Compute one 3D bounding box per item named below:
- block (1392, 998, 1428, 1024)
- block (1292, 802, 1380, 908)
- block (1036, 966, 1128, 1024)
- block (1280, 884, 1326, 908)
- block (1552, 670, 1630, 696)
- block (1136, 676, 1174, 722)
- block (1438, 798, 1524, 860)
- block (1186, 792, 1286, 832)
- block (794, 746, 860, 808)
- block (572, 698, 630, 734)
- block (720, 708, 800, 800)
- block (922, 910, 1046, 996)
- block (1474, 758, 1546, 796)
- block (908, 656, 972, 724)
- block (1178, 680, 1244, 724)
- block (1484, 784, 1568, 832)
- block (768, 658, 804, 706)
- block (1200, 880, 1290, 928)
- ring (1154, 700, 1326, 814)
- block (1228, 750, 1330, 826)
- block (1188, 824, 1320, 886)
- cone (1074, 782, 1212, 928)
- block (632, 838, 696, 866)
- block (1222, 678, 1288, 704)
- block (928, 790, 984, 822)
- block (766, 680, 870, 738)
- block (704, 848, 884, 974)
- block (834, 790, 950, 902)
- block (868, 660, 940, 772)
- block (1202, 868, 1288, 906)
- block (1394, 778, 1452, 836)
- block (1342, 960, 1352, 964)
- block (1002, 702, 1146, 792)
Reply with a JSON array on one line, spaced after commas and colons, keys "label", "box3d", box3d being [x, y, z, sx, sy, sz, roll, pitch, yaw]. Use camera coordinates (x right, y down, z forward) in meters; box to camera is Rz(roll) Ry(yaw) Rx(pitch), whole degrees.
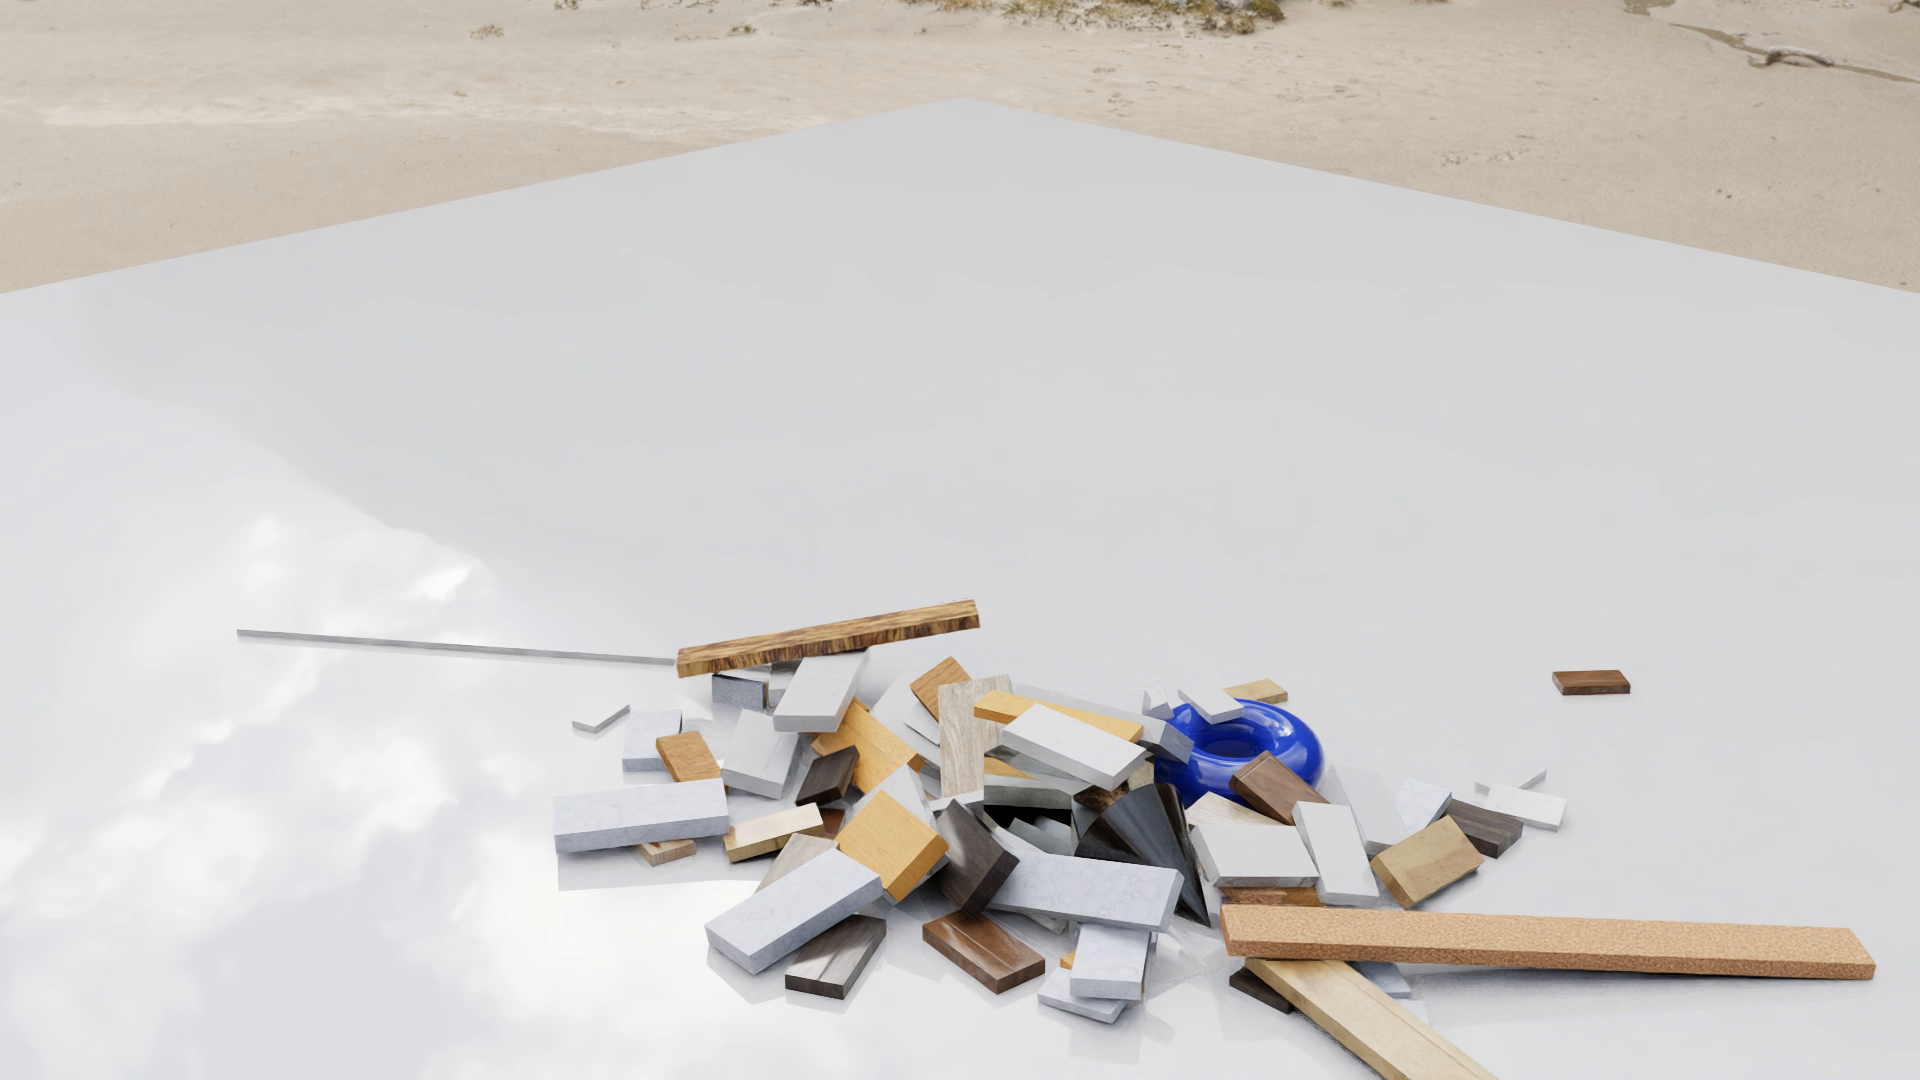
[{"label": "block", "box3d": [0.769, 0.834, 3.770, 0.064, 0.018, 0.129, 2, 24, 4]}, {"label": "block", "box3d": [0.715, 0.597, 4.190, 0.112, 0.032, 0.223, 7, 40, -16]}, {"label": "block", "box3d": [0.217, 0.793, 3.833, 0.148, 0.021, 0.074, 10, 36, 32]}, {"label": "block", "box3d": [0.662, 0.640, 4.218, 0.093, 0.026, 0.185, 5, 24, 13]}, {"label": "block", "box3d": [1.427, 0.322, 4.973, 0.155, 0.022, 0.077, -2, 23, -4]}, {"label": "block", "box3d": [0.310, 0.388, 4.636, 0.277, 0.039, 0.136, -26, 19, 7]}, {"label": "block", "box3d": [0.994, 0.564, 4.390, 0.225, 0.032, 0.112, 17, 28, 35]}, {"label": "block", "box3d": [0.546, 0.567, 4.260, 0.225, 0.032, 0.113, 22, 35, 32]}, {"label": "block", "box3d": [-0.269, 0.485, 4.474, 0.097, 0.027, 0.194, -21, 16, 15]}, {"label": "block", "box3d": [-0.788, 0.386, 4.829, 0.063, 0.018, 0.125, 12, 26, 26]}, {"label": "block", "box3d": [-0.418, 0.447, 4.617, 0.131, 0.037, 0.263, 16, 23, -2]}, {"label": "block", "box3d": [0.042, 0.740, 3.977, 0.110, 0.031, 0.221, -17, 28, -34]}, {"label": "block", "box3d": [1.142, 0.498, 4.560, 0.151, 0.021, 0.076, -21, 31, -40]}, {"label": "block", "box3d": [-0.001, 0.347, 4.571, 0.110, 0.031, 0.220, -35, 51, -10]}, {"label": "block", "box3d": [0.526, 0.340, 4.613, 0.076, 0.021, 0.151, -13, 23, -18]}, {"label": "block", "box3d": [1.139, 0.540, 4.434, 0.151, 0.021, 0.076, 11, 42, 24]}, {"label": "block", "box3d": [-0.351, 0.298, 4.900, 0.136, 0.039, 0.273, -3, 18, -1]}, {"label": "block", "box3d": [0.507, 0.689, 4.102, 0.193, 0.027, 0.096, 12, 26, 26]}, {"label": "ring", "box3d": [0.562, 0.450, 4.542, 0.384, 0.128, 0.384, 0, 24, 0]}, {"label": "block", "box3d": [0.648, 0.517, 4.311, 0.225, 0.032, 0.112, 40, 46, 23]}, {"label": "block", "box3d": [0.549, 0.589, 4.102, 0.234, 0.033, 0.117, 5, 44, -31]}, {"label": "cone", "box3d": [0.386, 0.629, 4.065, 0.256, 0.256, 0.256, -15, 45, -32]}, {"label": "block", "box3d": [-0.606, 0.582, 4.356, 0.093, 0.026, 0.185, -13, 26, -28]}, {"label": "block", "box3d": [0.645, 0.349, 4.910, 0.155, 0.022, 0.077, -11, 25, -24]}, {"label": "block", "box3d": [0.015, 0.532, 4.340, 0.163, 0.081, 0.023, -14, 50, 14]}, {"label": "block", "box3d": [-0.319, 0.359, 4.831, 0.136, 0.039, 0.273, -12, 20, -26]}, {"label": "block", "box3d": [-0.303, 0.677, 4.032, 0.298, 0.042, 0.149, -28, 31, -31]}, {"label": "block", "box3d": [-0.134, 0.579, 4.185, 0.140, 0.040, 0.280, -46, 25, -9]}, {"label": "block", "box3d": [-0.030, 0.393, 4.622, 0.335, 0.047, 0.167, 27, 71, 39]}, {"label": "block", "box3d": [0.534, 0.645, 4.144, 0.096, 0.027, 0.193, 4, 11, -14]}, {"label": "block", "box3d": [0.891, 0.552, 4.362, 0.093, 0.026, 0.185, 16, 44, 34]}, {"label": "block", "box3d": [0.659, 0.736, 3.989, 0.193, 0.027, 0.096, -11, 26, -24]}, {"label": "block", "box3d": [0.215, 0.392, 4.173, 0.245, 0.035, 0.122, 21, 32, 27]}]
